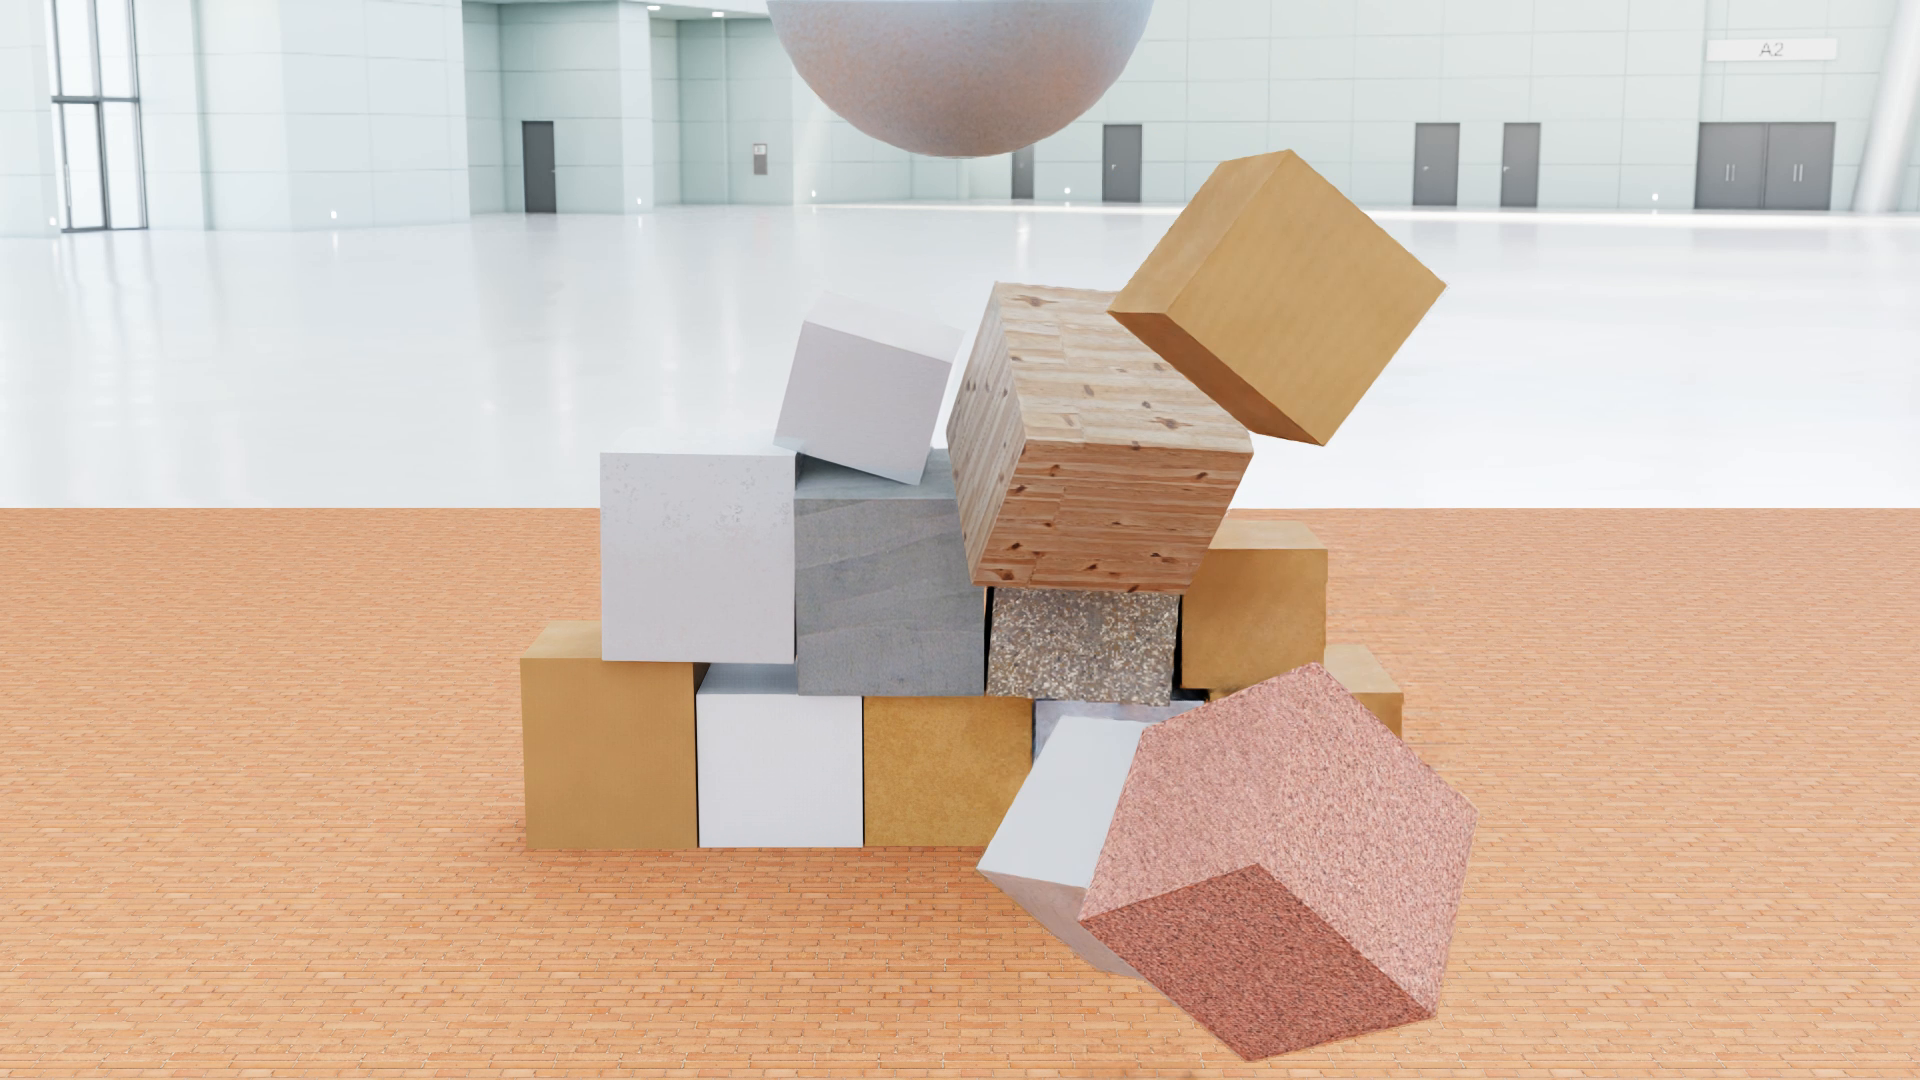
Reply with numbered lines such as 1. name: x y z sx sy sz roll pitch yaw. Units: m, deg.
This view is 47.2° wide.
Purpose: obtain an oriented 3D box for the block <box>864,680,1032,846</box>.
1. block: -0.058 1.077 11.394 0.842 0.805 0.771 0 10 0

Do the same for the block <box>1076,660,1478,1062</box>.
1. block: 1.046 1.061 7.169 0.792 0.832 0.809 -28 29 44

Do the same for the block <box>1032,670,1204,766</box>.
1. block: 0.793 1.106 11.366 0.839 0.758 0.764 0 10 0

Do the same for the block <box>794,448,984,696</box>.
1. block: -0.337 0.147 11.120 0.918 1.024 0.865 0 19 0

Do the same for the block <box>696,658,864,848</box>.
1. block: -0.899 1.088 11.372 0.820 0.791 0.772 0 10 0

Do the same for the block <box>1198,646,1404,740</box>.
1. block: 1.698 1.068 11.373 0.952 0.830 1.044 0 10 0

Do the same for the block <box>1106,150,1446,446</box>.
1. block: 1.076 -0.835 7.614 0.715 0.682 0.725 38 -2 -13

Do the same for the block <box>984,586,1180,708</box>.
1. block: 0.604 0.287 11.214 0.903 0.845 0.994 4 10 -1

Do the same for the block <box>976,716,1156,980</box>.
1. block: 0.683 1.167 8.215 0.732 0.691 0.747 43 -24 -28

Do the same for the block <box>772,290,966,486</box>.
1. block: -0.443 -0.761 10.928 0.744 0.648 0.659 16 20 0

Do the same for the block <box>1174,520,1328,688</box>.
1. block: 1.445 0.316 11.235 0.709 0.698 0.820 0 10 0

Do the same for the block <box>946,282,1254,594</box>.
1. block: 0.613 -0.460 10.233 1.053 1.008 0.972 3 50 -15

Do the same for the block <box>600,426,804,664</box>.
1. block: -1.272 0.006 11.163 0.941 1.029 0.966 1 10 0

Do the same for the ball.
1. ball: 0.000 -2.337 8.797 1.600 1.600 1.600 0 10 0

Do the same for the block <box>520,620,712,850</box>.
1. block: -1.747 0.990 11.374 0.855 0.983 0.866 0 10 0
